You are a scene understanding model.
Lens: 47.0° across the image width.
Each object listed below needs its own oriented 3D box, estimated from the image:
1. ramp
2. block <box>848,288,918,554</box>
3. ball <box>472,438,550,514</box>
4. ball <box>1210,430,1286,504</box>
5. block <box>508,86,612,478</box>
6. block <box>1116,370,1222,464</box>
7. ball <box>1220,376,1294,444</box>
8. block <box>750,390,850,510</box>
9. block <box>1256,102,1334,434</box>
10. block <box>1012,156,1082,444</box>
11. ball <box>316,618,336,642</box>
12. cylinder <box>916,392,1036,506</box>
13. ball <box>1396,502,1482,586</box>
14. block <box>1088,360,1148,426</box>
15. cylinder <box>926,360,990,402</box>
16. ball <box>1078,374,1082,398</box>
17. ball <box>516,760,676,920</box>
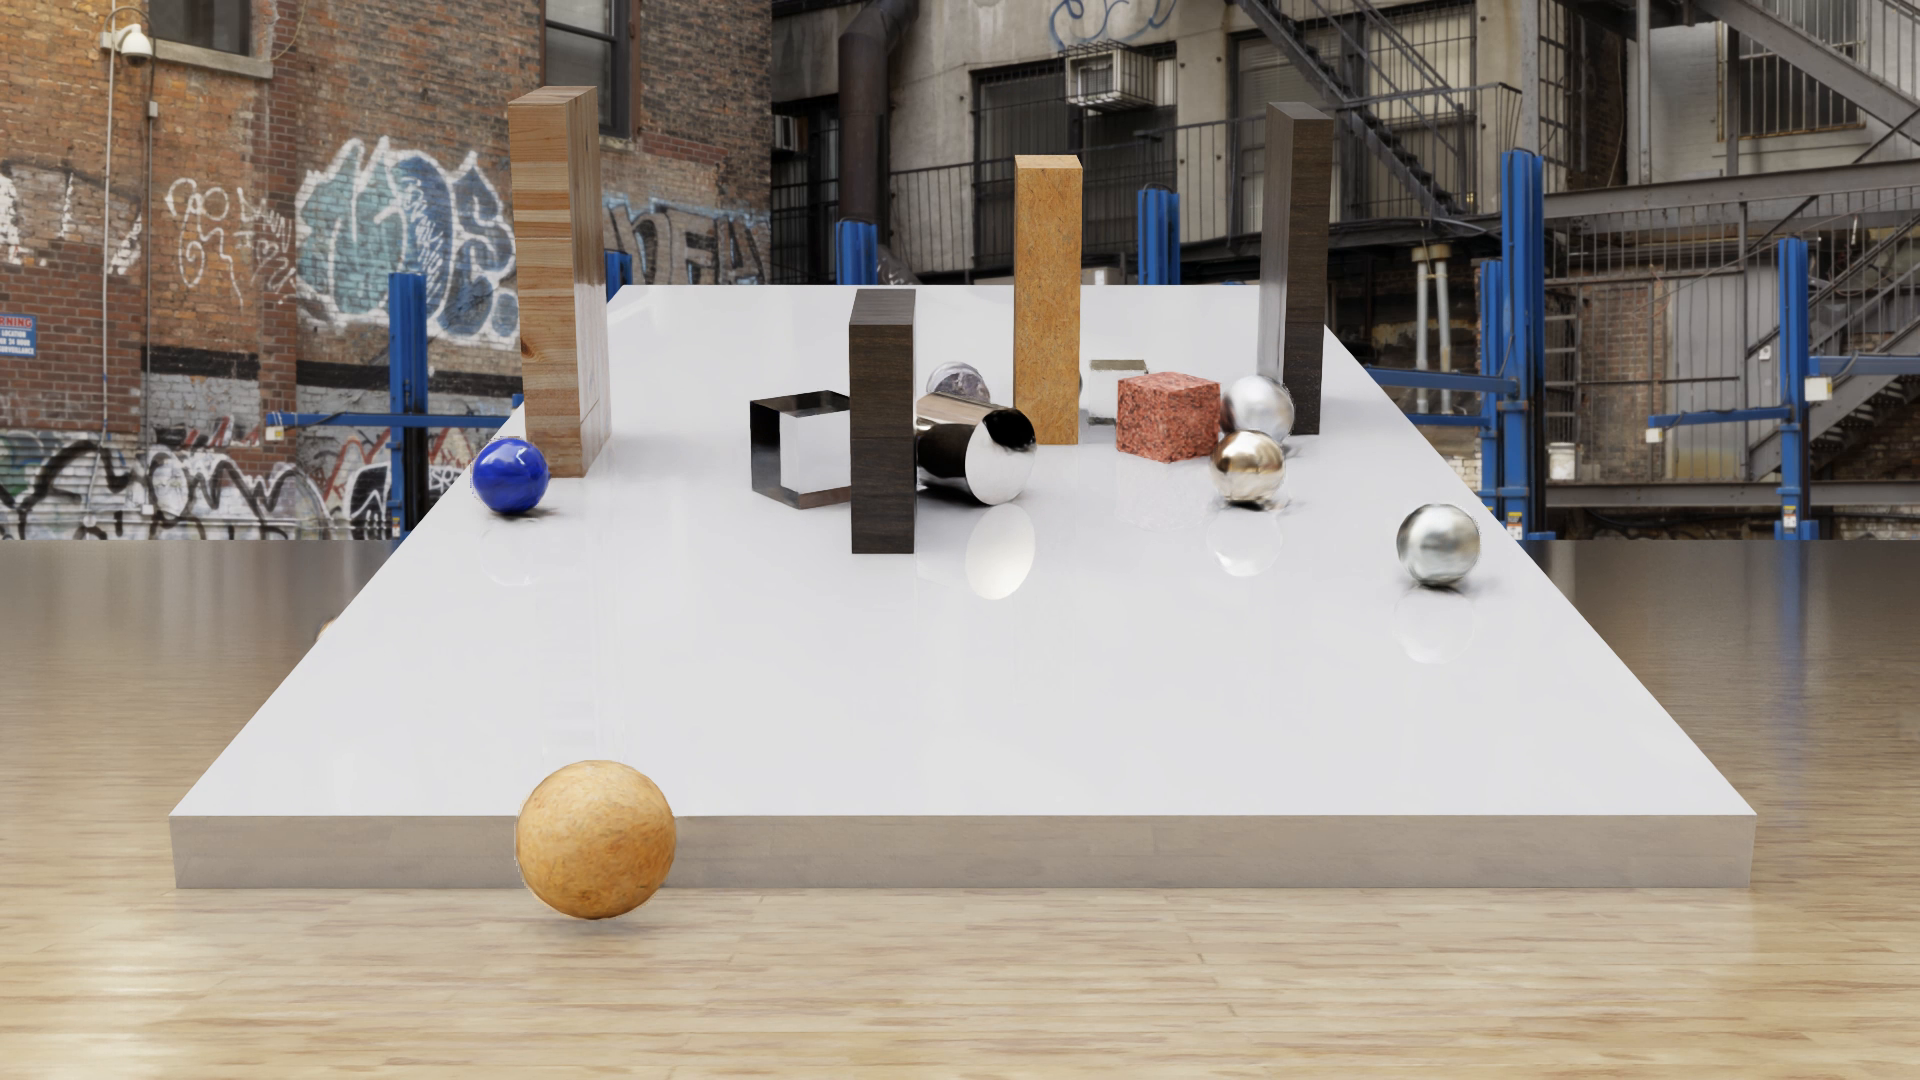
[{"bbox_3d":[-0.002,-0.161,4.716,2.000,0.100,4.000,0,16,0],"label":"ramp"},{"bbox_3d":[-0.137,-0.223,4.012,0.110,0.409,0.366,0,16,0],"label":"block"},{"bbox_3d":[-0.840,-0.119,4.132,0.143,0.143,0.143,0,0,0],"label":"ball"},{"bbox_3d":[0.546,-0.139,4.202,0.144,0.144,0.144,0,0,0],"label":"ball"},{"bbox_3d":[-0.806,-0.530,4.484,0.109,0.737,0.391,0,16,0],"label":"block"},{"bbox_3d":[0.434,-0.257,4.599,0.150,0.150,0.150,-12,20,-37],"label":"block"},{"bbox_3d":[0.616,-0.263,4.606,0.159,0.159,0.159,0,0,0],"label":"ball"},{"bbox_3d":[-0.282,-0.176,4.266,0.179,0.179,0.179,-11,19,-33],"label":"block"},{"bbox_3d":[0.733,-0.607,4.871,0.084,0.672,0.412,0,16,0],"label":"block"},{"bbox_3d":[0.184,-0.515,4.713,0.132,0.581,0.244,0,16,0],"label":"block"},{"bbox_3d":[-2.054,0.343,7.351,0.172,0.172,0.172,0,0,0],"label":"ball"},{"bbox_3d":[0.014,-0.178,4.254,0.189,0.189,0.189,0,12,-44],"label":"cylinder"},{"bbox_3d":[0.803,0.007,3.705,0.140,0.140,0.140,0,0,0],"label":"ball"},{"bbox_3d":[0.348,-0.326,4.886,0.124,0.124,0.124,0,16,1],"label":"block"},{"bbox_3d":[-0.004,-0.318,4.849,0.128,0.128,0.128,0,16,-6],"label":"cylinder"},{"bbox_3d":[0.212,-0.349,4.955,0.128,0.128,0.128,0,0,0],"label":"ball"},{"bbox_3d":[-0.416,0.342,2.529,0.182,0.182,0.182,0,0,0],"label":"ball"}]
